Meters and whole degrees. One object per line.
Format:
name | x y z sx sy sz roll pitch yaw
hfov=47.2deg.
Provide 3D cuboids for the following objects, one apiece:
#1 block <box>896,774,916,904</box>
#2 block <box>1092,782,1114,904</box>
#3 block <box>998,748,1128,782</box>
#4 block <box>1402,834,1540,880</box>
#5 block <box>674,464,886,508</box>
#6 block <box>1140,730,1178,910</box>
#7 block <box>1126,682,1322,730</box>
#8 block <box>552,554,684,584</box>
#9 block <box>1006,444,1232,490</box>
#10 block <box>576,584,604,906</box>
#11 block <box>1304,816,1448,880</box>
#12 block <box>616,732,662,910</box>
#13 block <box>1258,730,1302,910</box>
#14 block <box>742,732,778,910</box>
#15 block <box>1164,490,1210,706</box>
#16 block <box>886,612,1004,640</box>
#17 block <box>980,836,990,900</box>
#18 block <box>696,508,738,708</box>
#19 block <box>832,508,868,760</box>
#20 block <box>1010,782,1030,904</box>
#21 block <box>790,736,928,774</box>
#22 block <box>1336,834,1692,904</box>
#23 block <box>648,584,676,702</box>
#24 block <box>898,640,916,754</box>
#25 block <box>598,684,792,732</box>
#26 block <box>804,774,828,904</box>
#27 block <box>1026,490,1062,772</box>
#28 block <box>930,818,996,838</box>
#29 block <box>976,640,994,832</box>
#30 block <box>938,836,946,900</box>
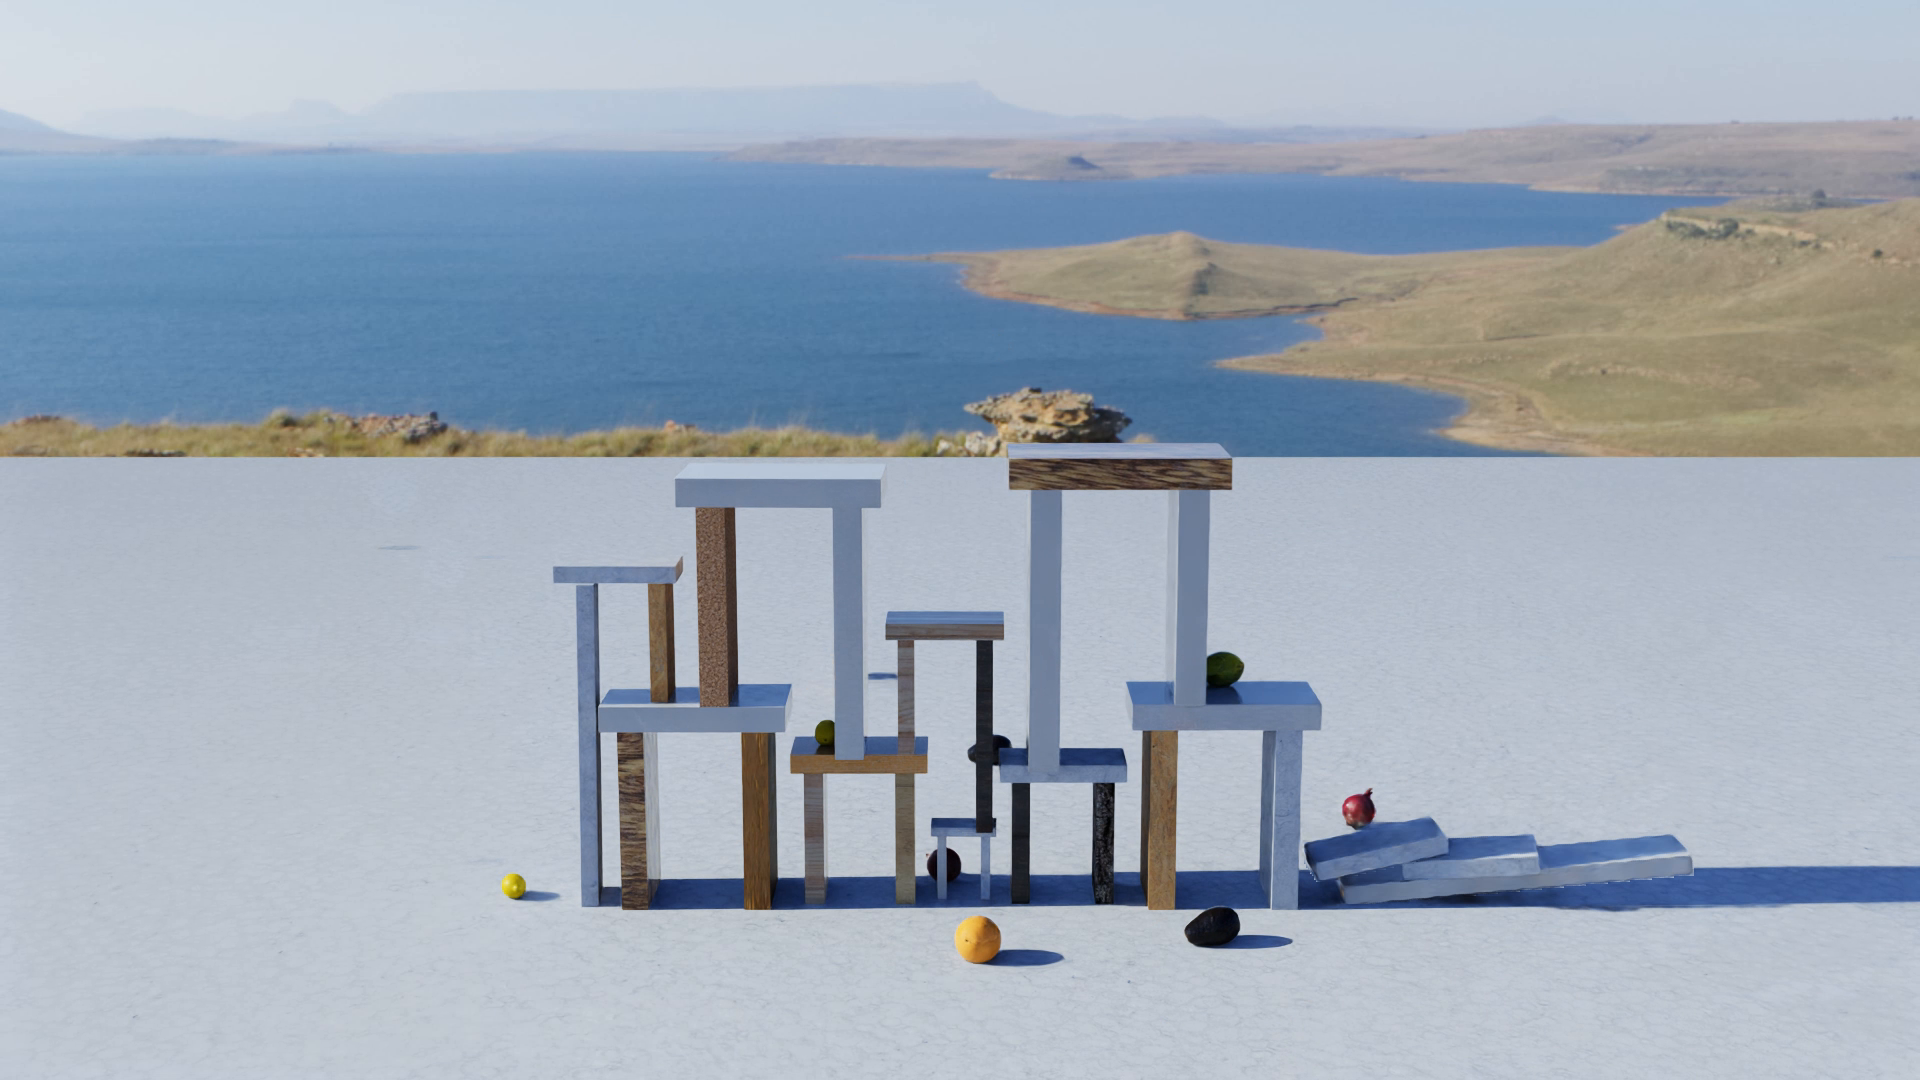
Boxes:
block | -0.090 0.480 3.652 0.032 0.223 0.112 0 11 0
block | 0.238 0.488 3.652 0.029 0.207 0.103 0 11 0
block | 0.169 0.372 3.631 0.207 0.029 0.103 0 11 0
block | 0.843 0.525 3.640 0.218 0.031 0.109 -4 11 12
block | -0.285 -0.088 3.542 0.325 0.046 0.162 0 11 1
block | 0.328 0.441 3.638 0.043 0.303 0.152 0 11 -1
block | 0.429 0.271 3.606 0.303 0.043 0.152 0 11 0
block | -0.554 0.047 3.568 0.196 0.028 0.098 0 11 0
block | 0.252 -0.119 3.537 0.350 0.050 0.175 0 11 0
block | -0.607 0.328 3.605 0.028 0.538 0.098 0 10 -5
block | 0.690 0.512 3.653 0.218 0.031 0.109 -12 10 0
block | -0.530 0.443 3.638 0.042 0.300 0.150 0 11 1
block | 0.530 0.441 3.638 0.043 0.303 0.152 0 11 0
block | -0.331 0.443 3.638 0.042 0.300 0.150 0 11 0
block | 0.369 0.077 3.574 0.050 0.350 0.175 0 11 0
block | -0.024 0.139 3.580 0.191 0.027 0.095 0 11 1
block | 0.042 0.537 3.660 0.015 0.108 0.054 0 11 0
block | -0.394 0.094 3.578 0.046 0.325 0.162 0 11 0
block | -0.178 0.137 3.585 0.046 0.412 0.162 0 11 0
block | 0.100 0.488 3.652 0.029 0.207 0.103 0 11 0
block | -0.164 0.354 3.629 0.223 0.032 0.112 0 11 0
block | 0.913 0.546 3.650 0.564 0.031 0.109 -6 10 3
block | -0.486 0.157 3.589 0.028 0.196 0.098 0 11 0
block | -0.087 0.246 3.601 0.027 0.191 0.095 0 11 0
block | -0.431 0.275 3.607 0.300 0.042 0.150 0 11 0
block | -0.239 0.480 3.652 0.032 0.223 0.112 0 11 0
block | 0.136 0.131 3.584 0.050 0.460 0.175 0 11 0
block | 0.006 0.476 3.647 0.108 0.015 0.054 0 11 1
block | 0.040 0.311 3.611 0.027 0.322 0.095 0 11 1
block | -0.030 0.537 3.660 0.015 0.108 0.054 0 11 0
